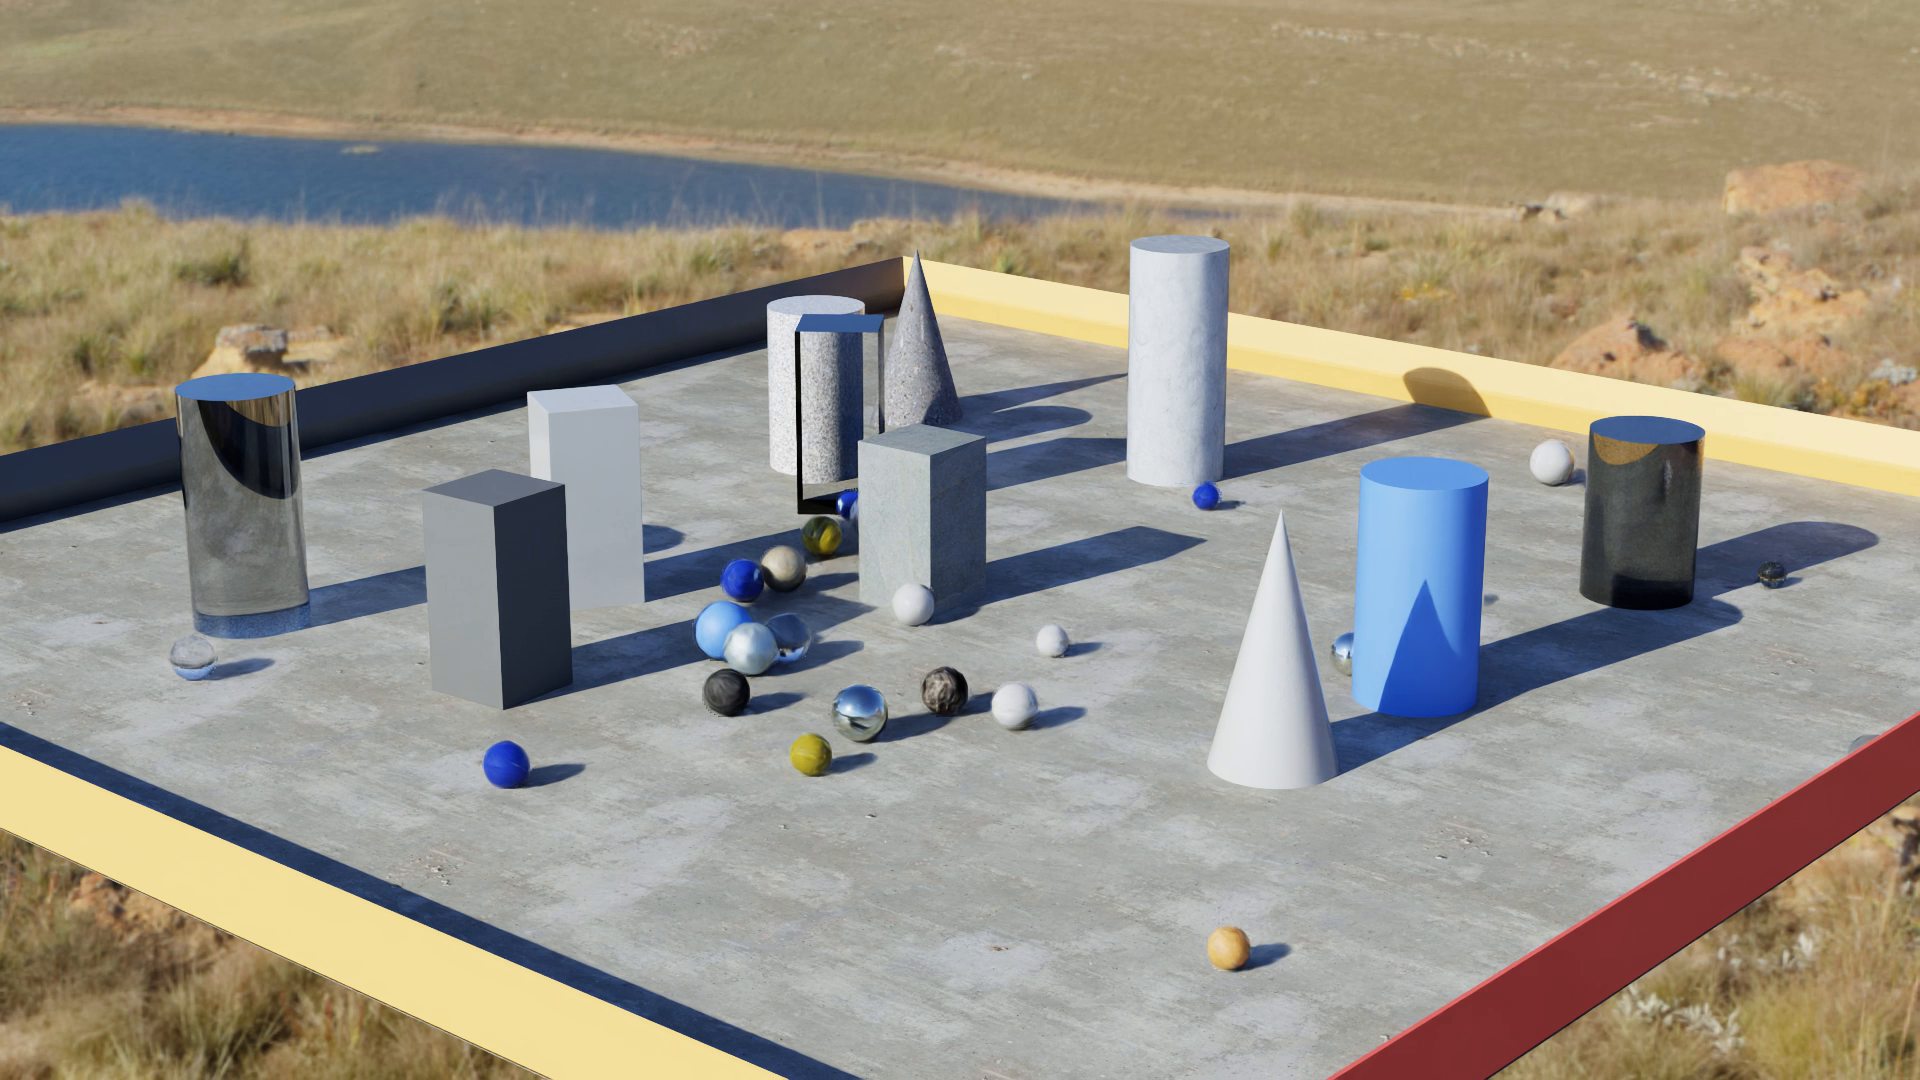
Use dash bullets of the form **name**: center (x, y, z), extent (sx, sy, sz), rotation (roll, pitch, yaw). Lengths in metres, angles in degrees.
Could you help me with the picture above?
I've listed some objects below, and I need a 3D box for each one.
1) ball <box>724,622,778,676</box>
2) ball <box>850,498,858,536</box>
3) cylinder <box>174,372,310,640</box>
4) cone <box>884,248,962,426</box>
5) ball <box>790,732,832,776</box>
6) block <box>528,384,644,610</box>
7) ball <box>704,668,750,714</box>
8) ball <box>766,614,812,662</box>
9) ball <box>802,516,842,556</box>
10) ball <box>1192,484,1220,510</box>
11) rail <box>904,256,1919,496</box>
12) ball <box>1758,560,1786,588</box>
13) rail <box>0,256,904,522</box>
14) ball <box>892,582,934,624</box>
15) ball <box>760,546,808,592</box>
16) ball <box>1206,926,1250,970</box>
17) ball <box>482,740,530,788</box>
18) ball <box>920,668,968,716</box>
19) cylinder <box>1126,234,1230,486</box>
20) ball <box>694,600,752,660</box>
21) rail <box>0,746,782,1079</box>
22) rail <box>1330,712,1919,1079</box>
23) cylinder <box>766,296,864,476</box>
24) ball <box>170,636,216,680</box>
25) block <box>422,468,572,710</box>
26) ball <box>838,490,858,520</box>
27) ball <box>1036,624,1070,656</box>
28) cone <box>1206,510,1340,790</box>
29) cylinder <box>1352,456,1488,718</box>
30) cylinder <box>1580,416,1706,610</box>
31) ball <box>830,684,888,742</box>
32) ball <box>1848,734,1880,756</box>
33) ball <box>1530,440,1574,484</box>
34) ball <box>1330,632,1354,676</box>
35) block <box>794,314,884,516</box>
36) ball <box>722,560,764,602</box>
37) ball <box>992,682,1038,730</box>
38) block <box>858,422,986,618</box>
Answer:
- **ball**: center (-0.337, 0.175, 4.720), extent (0.086, 0.086, 0.086), rotation (0, 17, 0)
- **ball**: center (-0.156, -0.043, 5.422), extent (0.098, 0.098, 0.098), rotation (0, 17, 0)
- **cylinder**: center (-1.206, -0.059, 4.935), extent (0.196, 0.410, 0.196), rotation (0, 17, 0)
- **cone**: center (-0.092, -0.446, 6.286), extent (0.196, 0.371, 0.196), rotation (0, 17, 0)
- **ball**: center (-0.219, 0.314, 4.302), extent (0.062, 0.062, 0.062), rotation (0, 17, 0)
- **block**: center (-0.648, -0.074, 5.082), extent (0.157, 0.354, 0.157), rotation (-6, 18, -20)
- **ball**: center (-0.361, 0.235, 4.546), extent (0.072, 0.072, 0.072), rotation (0, 17, 0)
- **ball**: center (-0.283, 0.160, 4.782), extent (0.080, 0.080, 0.080), rotation (0, 17, 0)
- **ball**: center (-0.252, -0.007, 5.344), extent (0.074, 0.074, 0.074), rotation (0, 17, 0)
- **ball**: center (0.473, -0.083, 5.634), extent (0.052, 0.052, 0.052), rotation (0, 17, 0)
- **rail**: center (1.096, -0.332, 6.329), extent (3.322, 0.127, 0.045), rotation (14, 22, 39)
- **ball**: center (1.430, 0.060, 5.169), extent (0.047, 0.047, 0.047), rotation (0, 17, 0)
- **rail**: center (-1.236, -0.278, 6.148), extent (0.045, 0.127, 3.391), rotation (14, 22, 39)
- **ball**: center (-0.079, 0.107, 4.969), extent (0.072, 0.072, 0.072), rotation (0, 17, 0)
- **ball**: center (-0.309, 0.051, 5.137), extent (0.082, 0.082, 0.082), rotation (0, 17, 0)
- **ball**: center (0.336, 0.509, 3.664), extent (0.055, 0.055, 0.055), rotation (0, 17, 0)
- **ball**: center (-0.659, 0.325, 4.254), extent (0.067, 0.067, 0.067), rotation (0, 17, 0)
- **ball**: center (-0.024, 0.234, 4.546), extent (0.074, 0.074, 0.074), rotation (0, 17, 0)
- **cylinder**: center (0.432, -0.357, 5.824), extent (0.196, 0.468, 0.196), rotation (0, 17, 0)
- **ball**: center (-0.386, 0.148, 4.793), extent (0.096, 0.096, 0.096), rotation (0, 17, 0)
- **rail**: center (-1.096, 0.396, 3.911), extent (3.322, 0.127, 0.045), rotation (14, 22, 39)
- **rail**: center (1.236, 0.342, 4.092), extent (0.045, 0.127, 3.391), rotation (14, 22, 39)
- **cylinder**: center (-0.289, -0.313, 5.919), extent (0.196, 0.328, 0.196), rotation (0, 17, 0)
- **ball**: center (-1.231, 0.189, 4.701), extent (0.071, 0.071, 0.071), rotation (0, 17, 0)
- **block**: center (-0.729, 0.076, 4.626), extent (0.157, 0.331, 0.157), rotation (12, 21, 35)
- **ball**: center (-0.206, -0.066, 5.571), extent (0.056, 0.056, 0.056), rotation (0, 17, 0)
- **ball**: center (0.152, 0.165, 4.811), extent (0.053, 0.053, 0.053), rotation (0, 17, 0)
- **cone**: center (0.464, 0.143, 4.288), extent (0.196, 0.396, 0.196), rotation (0, 17, 0)
- **cylinder**: center (0.717, 0.072, 4.579), extent (0.196, 0.365, 0.196), rotation (0, 17, 0)
- **cylinder**: center (1.185, -0.049, 5.099), extent (0.196, 0.296, 0.196), rotation (0, 17, 0)
- **ball**: center (-0.152, 0.261, 4.433), extent (0.088, 0.088, 0.088), rotation (0, 17, 0)
- **ball**: center (1.330, 0.318, 4.274), extent (0.071, 0.071, 0.071), rotation (0, 17, 0)
- **ball**: center (1.172, -0.153, 5.806), extent (0.087, 0.087, 0.087), rotation (0, 17, 0)
- **ball**: center (0.631, 0.183, 4.721), extent (0.072, 0.072, 0.072), rotation (0, 17, 0)
- **block**: center (-0.229, -0.242, 5.632), extent (0.157, 0.358, 0.157), rotation (1, 17, 3)
- **ball**: center (-0.376, 0.070, 5.090), extent (0.074, 0.074, 0.074), rotation (0, 17, 0)
- **ball**: center (0.085, 0.254, 4.482), extent (0.072, 0.072, 0.072), rotation (0, 17, 0)
- **block**: center (-0.065, -0.036, 5.069), extent (0.157, 0.288, 0.157), rotation (13, 21, 36)
